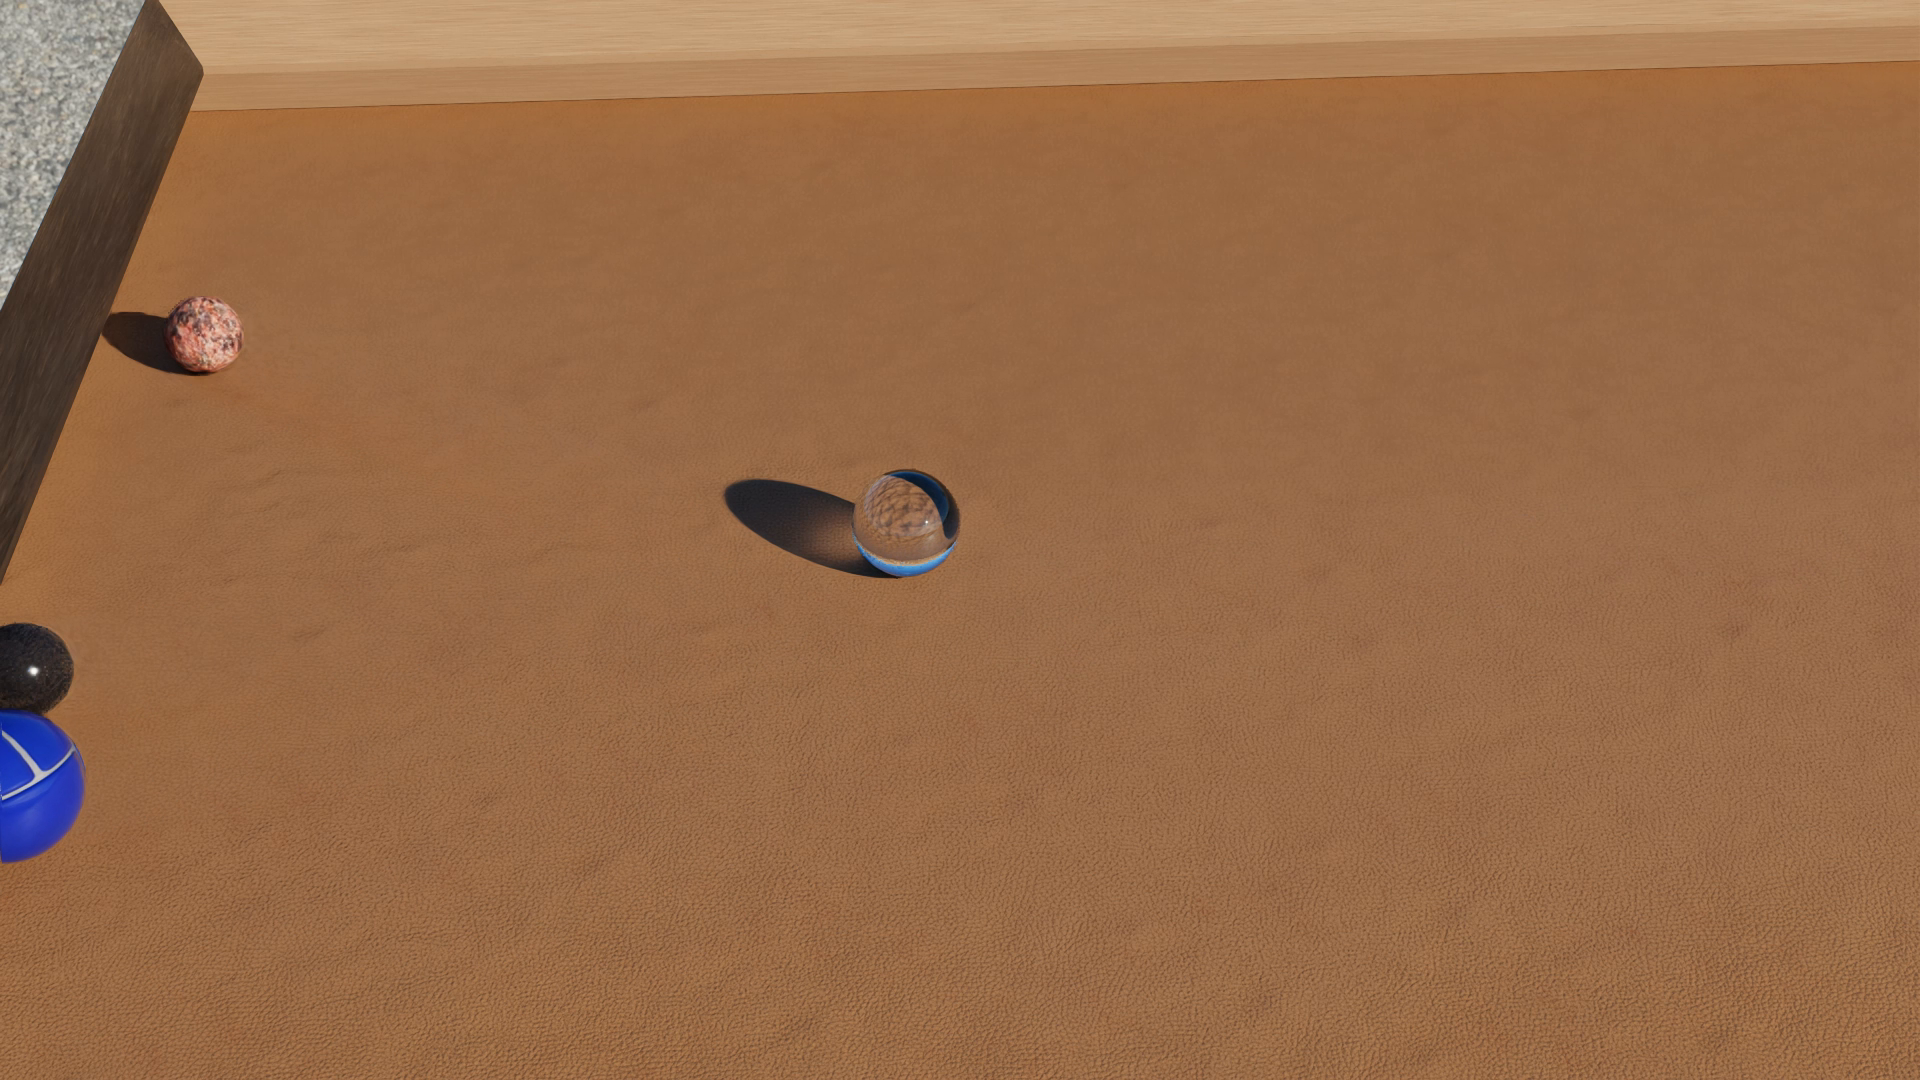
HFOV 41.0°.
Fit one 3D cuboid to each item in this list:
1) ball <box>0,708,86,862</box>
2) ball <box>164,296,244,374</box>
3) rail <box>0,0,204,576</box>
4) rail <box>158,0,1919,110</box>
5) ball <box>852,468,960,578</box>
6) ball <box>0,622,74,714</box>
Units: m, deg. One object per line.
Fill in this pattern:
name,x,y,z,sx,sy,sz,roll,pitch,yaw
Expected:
ball,-0.569,0.146,1.531,0.092,0.092,0.092,0,36,0
ball,-0.585,-0.159,1.985,0.059,0.059,0.059,0,36,0
rail,-0.652,0.002,1.707,0.045,0.119,1.546,-2,36,-3
rail,0.625,-0.485,2.388,2.708,0.119,0.045,-2,36,-3
ball,-0.037,-0.012,1.767,0.075,0.075,0.075,0,36,0
ball,-0.601,0.084,1.644,0.062,0.062,0.062,0,36,0
